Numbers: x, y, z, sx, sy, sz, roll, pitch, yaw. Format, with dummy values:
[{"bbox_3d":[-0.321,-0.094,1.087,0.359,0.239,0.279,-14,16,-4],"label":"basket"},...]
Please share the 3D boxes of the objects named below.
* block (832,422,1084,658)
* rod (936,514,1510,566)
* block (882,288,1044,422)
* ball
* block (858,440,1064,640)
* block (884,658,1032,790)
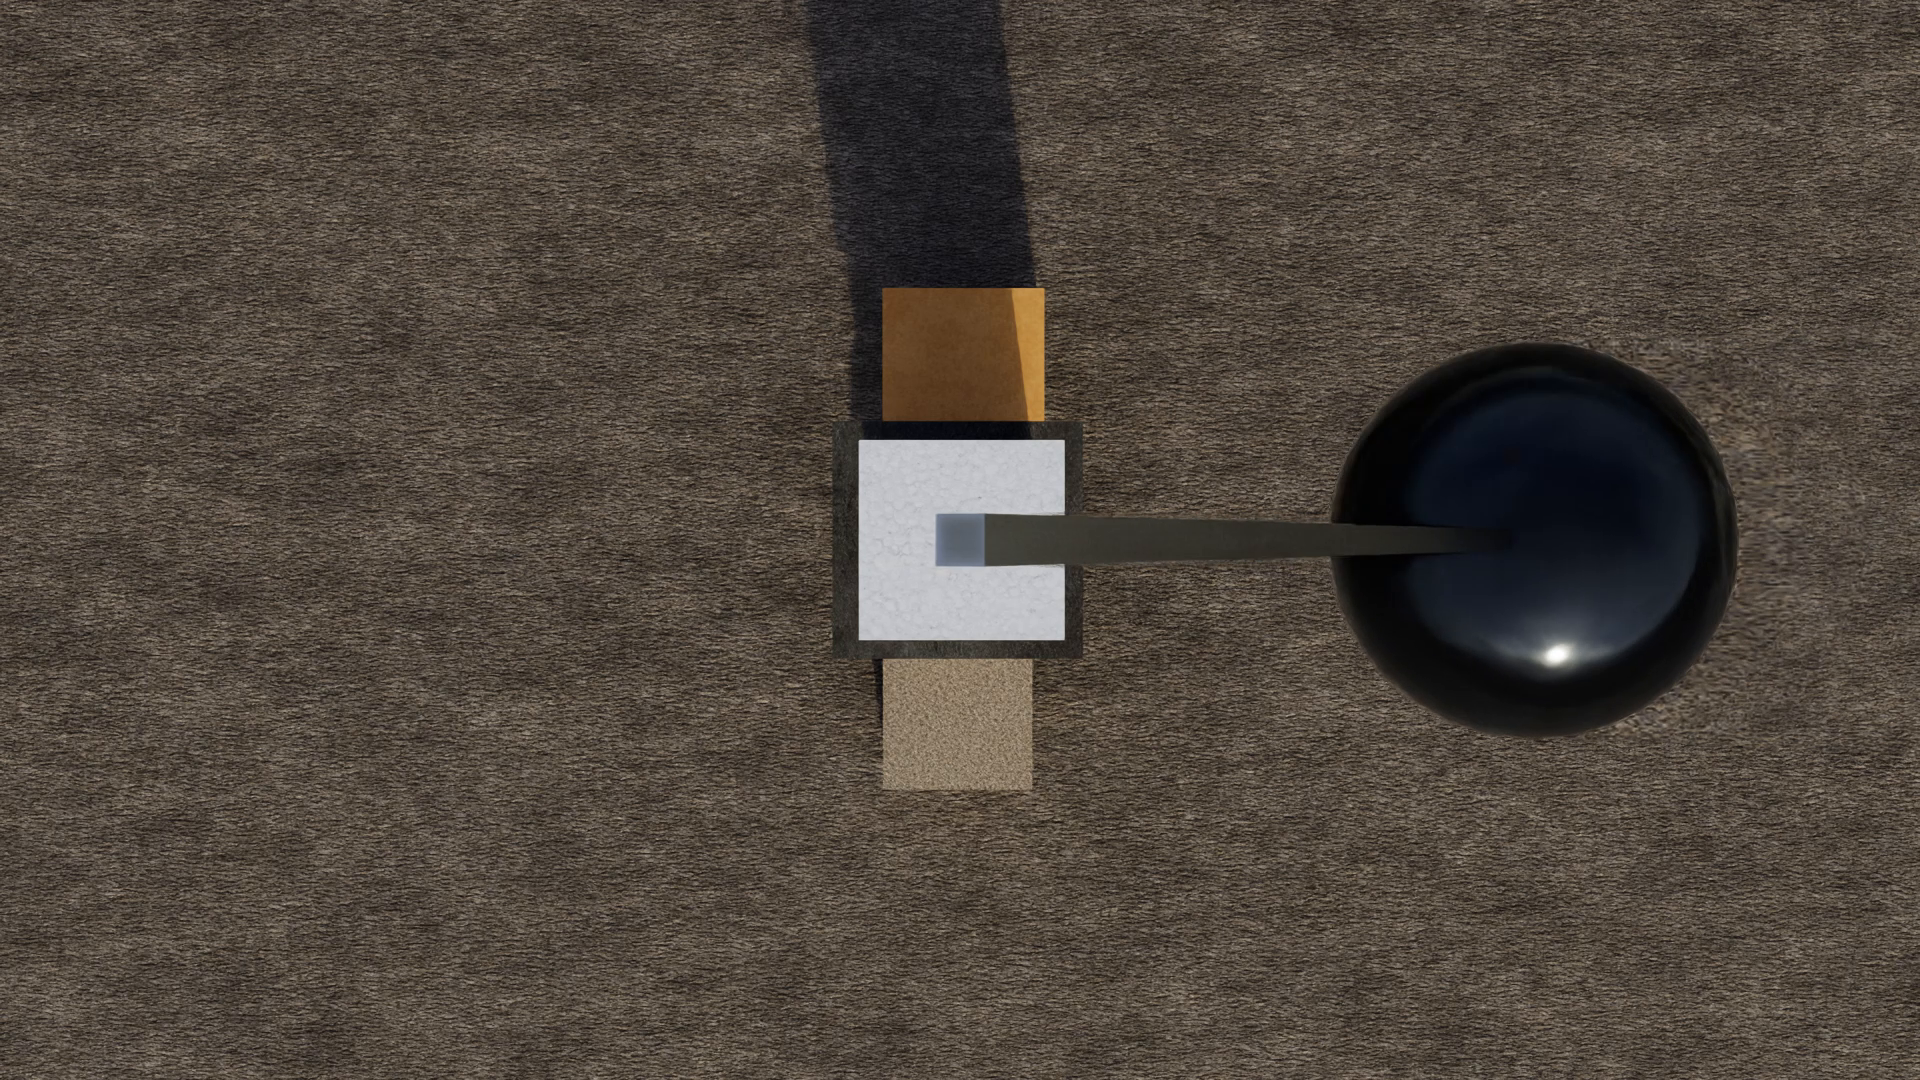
[{"bbox_3d":[-0.008,0.000,8.527,0.924,0.846,0.876,0,90,0],"label":"block"},{"bbox_3d":[0.994,0.000,5.726,0.080,5.200,0.080,0,90,22],"label":"rod"},{"bbox_3d":[0.019,-0.891,12.580,0.894,0.840,1.004,0,90,0],"label":"block"},{"bbox_3d":[2.295,0.000,8.867,1.600,1.600,1.600,0,90,0],"label":"ball"},{"bbox_3d":[0.005,0.000,7.162,0.643,0.579,0.625,0,90,0],"label":"block"},{"bbox_3d":[-0.013,0.952,12.635,0.833,0.730,0.881,0,90,0],"label":"block"}]
